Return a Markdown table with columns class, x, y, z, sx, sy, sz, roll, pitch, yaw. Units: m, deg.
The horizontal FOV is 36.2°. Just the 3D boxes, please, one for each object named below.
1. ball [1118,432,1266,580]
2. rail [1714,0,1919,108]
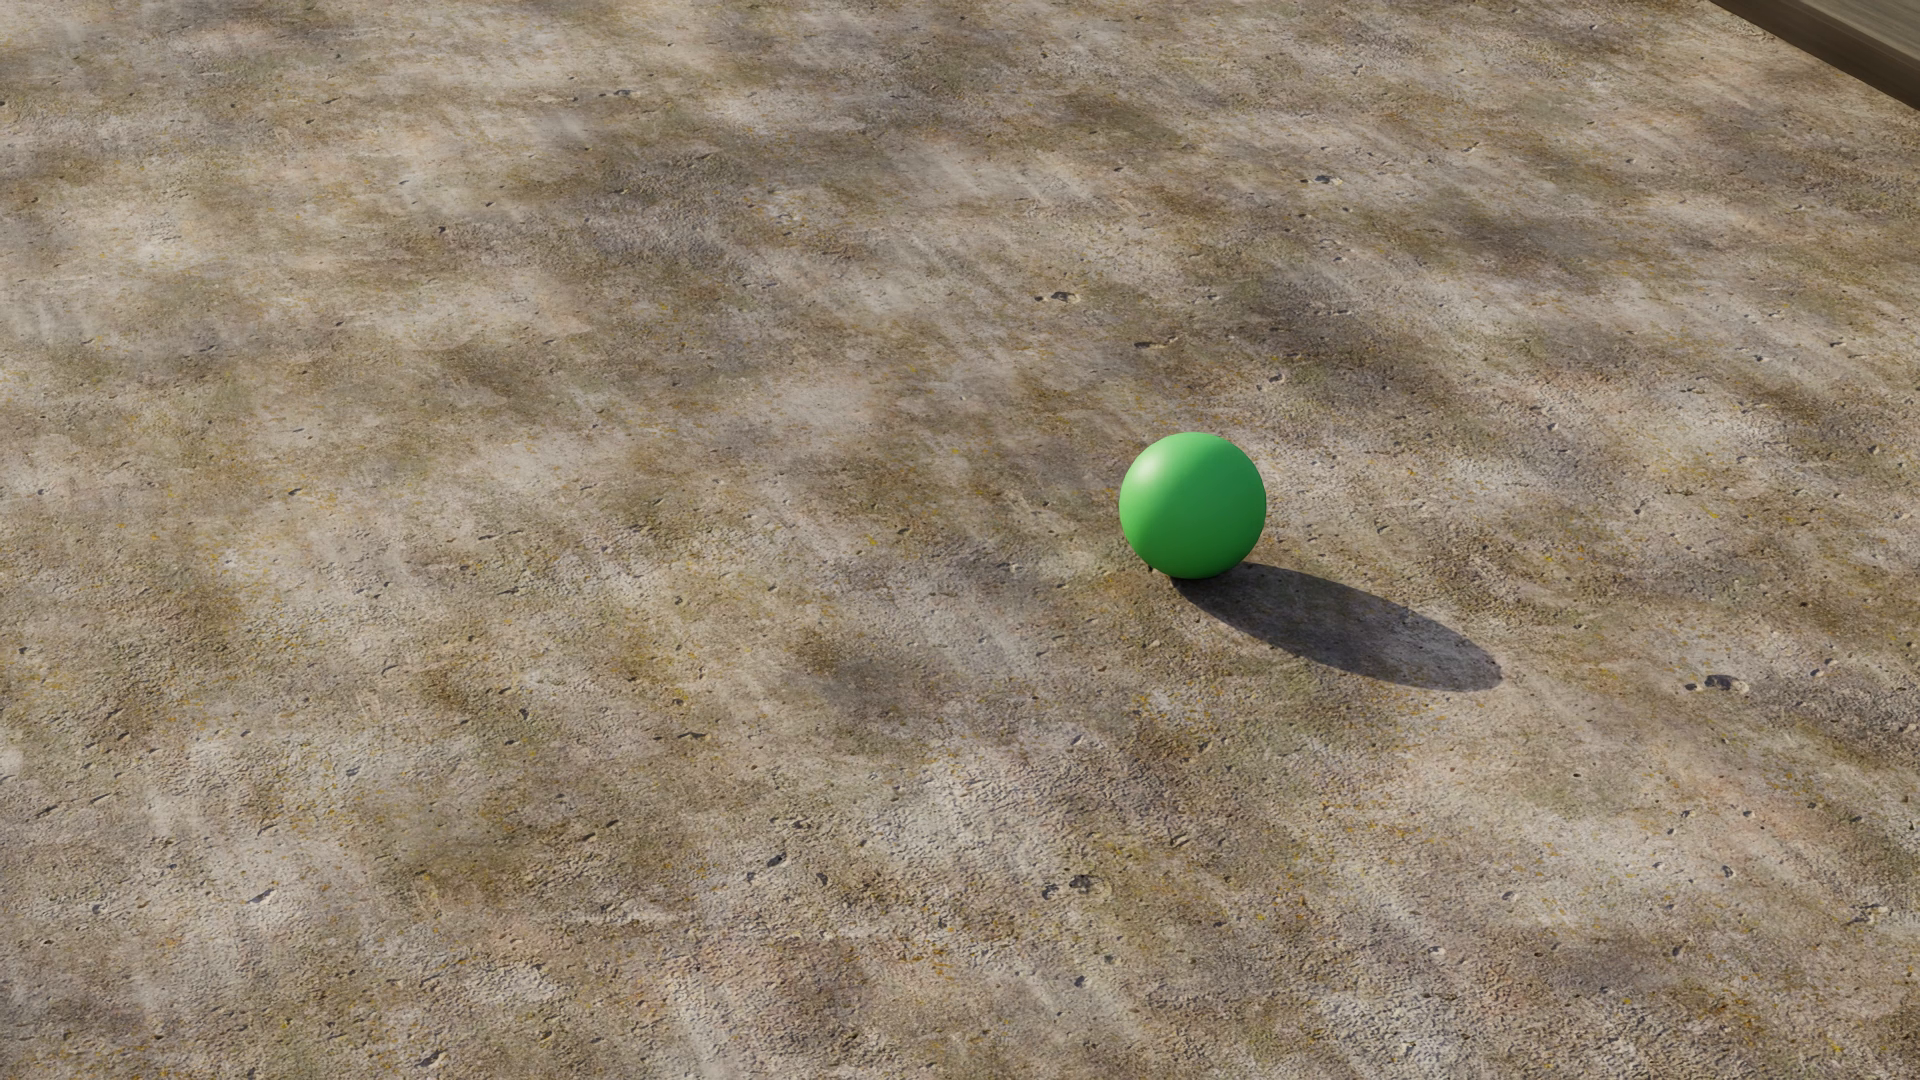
| class | x | y | z | sx | sy | sz | roll | pitch | yaw |
| --- | --- | --- | --- | --- | --- | --- | --- | --- | --- |
| ball | 0.146 | -0.022 | 1.846 | 0.093 | 0.093 | 0.093 | 0 | 28 | 0 |
| rail | 0.676 | -0.628 | 2.937 | 0.045 | 0.120 | 3.832 | -10 | 30 | -18 |
